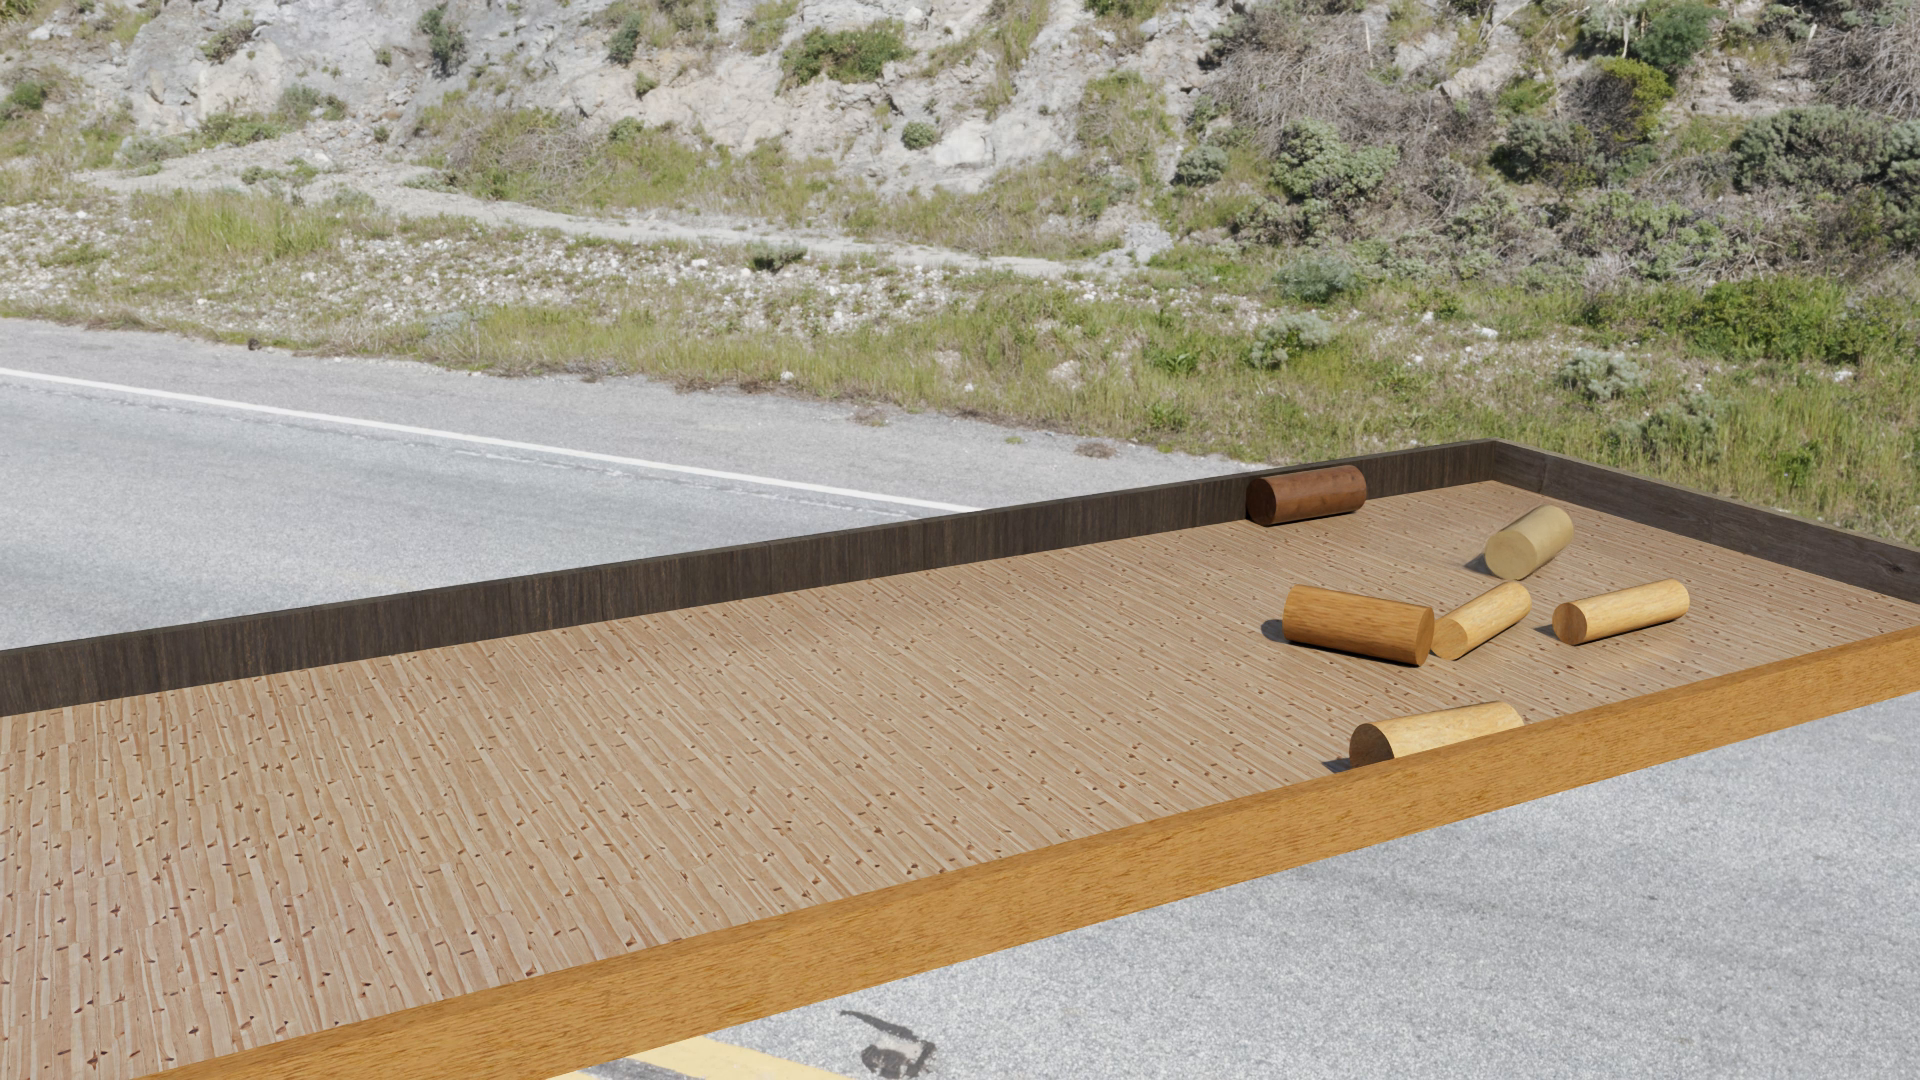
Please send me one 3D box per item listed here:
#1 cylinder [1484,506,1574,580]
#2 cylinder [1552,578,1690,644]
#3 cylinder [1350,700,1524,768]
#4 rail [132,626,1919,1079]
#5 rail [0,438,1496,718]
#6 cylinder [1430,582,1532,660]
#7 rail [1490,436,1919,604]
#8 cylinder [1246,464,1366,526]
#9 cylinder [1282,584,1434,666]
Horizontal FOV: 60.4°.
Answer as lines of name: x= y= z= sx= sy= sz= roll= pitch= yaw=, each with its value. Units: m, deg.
cylinder: x=1.748 y=0.006 z=5.060 sx=0.155 sy=0.155 sz=0.354 roll=12 pitch=20 yaw=35
cylinder: x=1.802 y=0.194 z=4.493 sx=0.416 sy=0.114 sz=0.114 roll=-9 pitch=19 yaw=-29
cylinder: x=1.025 y=0.450 z=3.530 sx=0.339 sy=0.166 sz=0.166 roll=-6 pitch=18 yaw=-21
rail: x=-2.336 y=1.006 z=1.665 sx=12.000 sy=0.150 sz=0.050 roll=-9 pitch=18 yaw=-27
rail: x=-3.305 y=0.497 z=3.399 sx=12.000 sy=0.150 sz=0.050 roll=-9 pitch=18 yaw=-27
cylinder: x=1.398 y=0.213 z=4.430 sx=0.113 sy=0.113 sz=0.407 roll=14 pitch=21 yaw=39
rail: x=2.466 y=-0.048 z=5.253 sx=0.050 sy=0.150 sz=2.100 roll=-9 pitch=18 yaw=-27
cylinder: x=1.174 y=-0.153 z=5.588 sx=0.388 sy=0.161 sz=0.161 roll=-9 pitch=18 yaw=-27
cylinder: x=1.045 y=0.221 z=4.331 sx=0.357 sy=0.154 sz=0.154 roll=10 pitch=19 yaw=31
